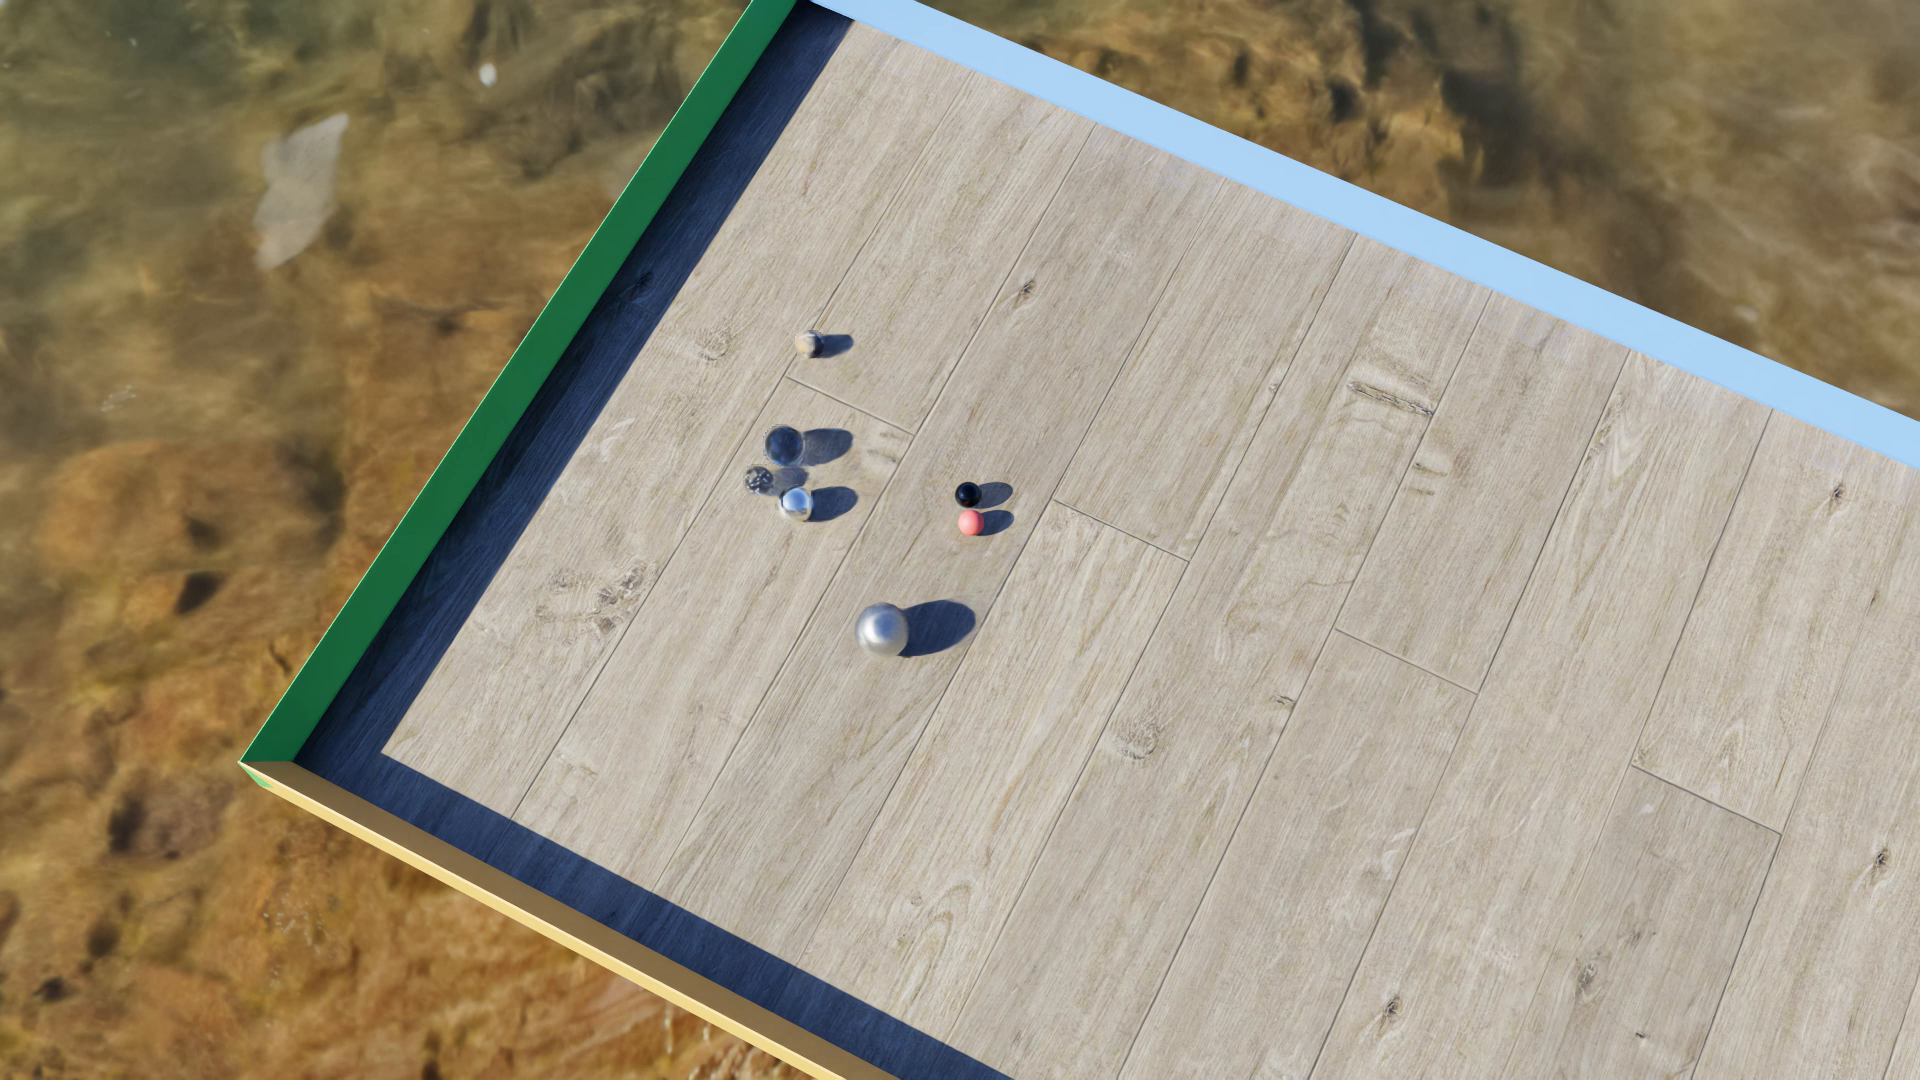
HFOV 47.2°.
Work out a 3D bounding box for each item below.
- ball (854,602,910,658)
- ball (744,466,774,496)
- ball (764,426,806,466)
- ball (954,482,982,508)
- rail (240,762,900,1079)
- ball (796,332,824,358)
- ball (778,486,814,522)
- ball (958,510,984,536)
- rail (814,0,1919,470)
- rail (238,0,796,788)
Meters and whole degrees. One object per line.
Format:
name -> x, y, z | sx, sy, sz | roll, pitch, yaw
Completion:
ball -> -0.122, 0.142, 3.463 | 0.088, 0.088, 0.088 | 0, 66, 0
ball -> -0.328, -0.097, 3.590 | 0.048, 0.048, 0.048 | 0, 66, 0
ball -> -0.287, -0.154, 3.605 | 0.067, 0.067, 0.067 | 0, 66, 0
ball -> 0.013, -0.073, 3.582 | 0.045, 0.045, 0.045 | 0, 66, 0
rail -> 0.318, 0.989, 3.073 | 3.125, 0.115, 0.045 | 25, 69, 11
ball -> -0.252, -0.328, 3.694 | 0.044, 0.044, 0.044 | 0, 66, 0
ball -> -0.266, -0.058, 3.566 | 0.060, 0.060, 0.060 | 0, 66, 0
ball -> 0.018, -0.028, 3.563 | 0.043, 0.043, 0.043 | 0, 66, 0
rail -> 1.074, -0.362, 3.670 | 3.125, 0.115, 0.045 | 25, 69, 11
rail -> -0.674, -0.328, 3.655 | 0.045, 0.115, 1.707 | 25, 69, 11
